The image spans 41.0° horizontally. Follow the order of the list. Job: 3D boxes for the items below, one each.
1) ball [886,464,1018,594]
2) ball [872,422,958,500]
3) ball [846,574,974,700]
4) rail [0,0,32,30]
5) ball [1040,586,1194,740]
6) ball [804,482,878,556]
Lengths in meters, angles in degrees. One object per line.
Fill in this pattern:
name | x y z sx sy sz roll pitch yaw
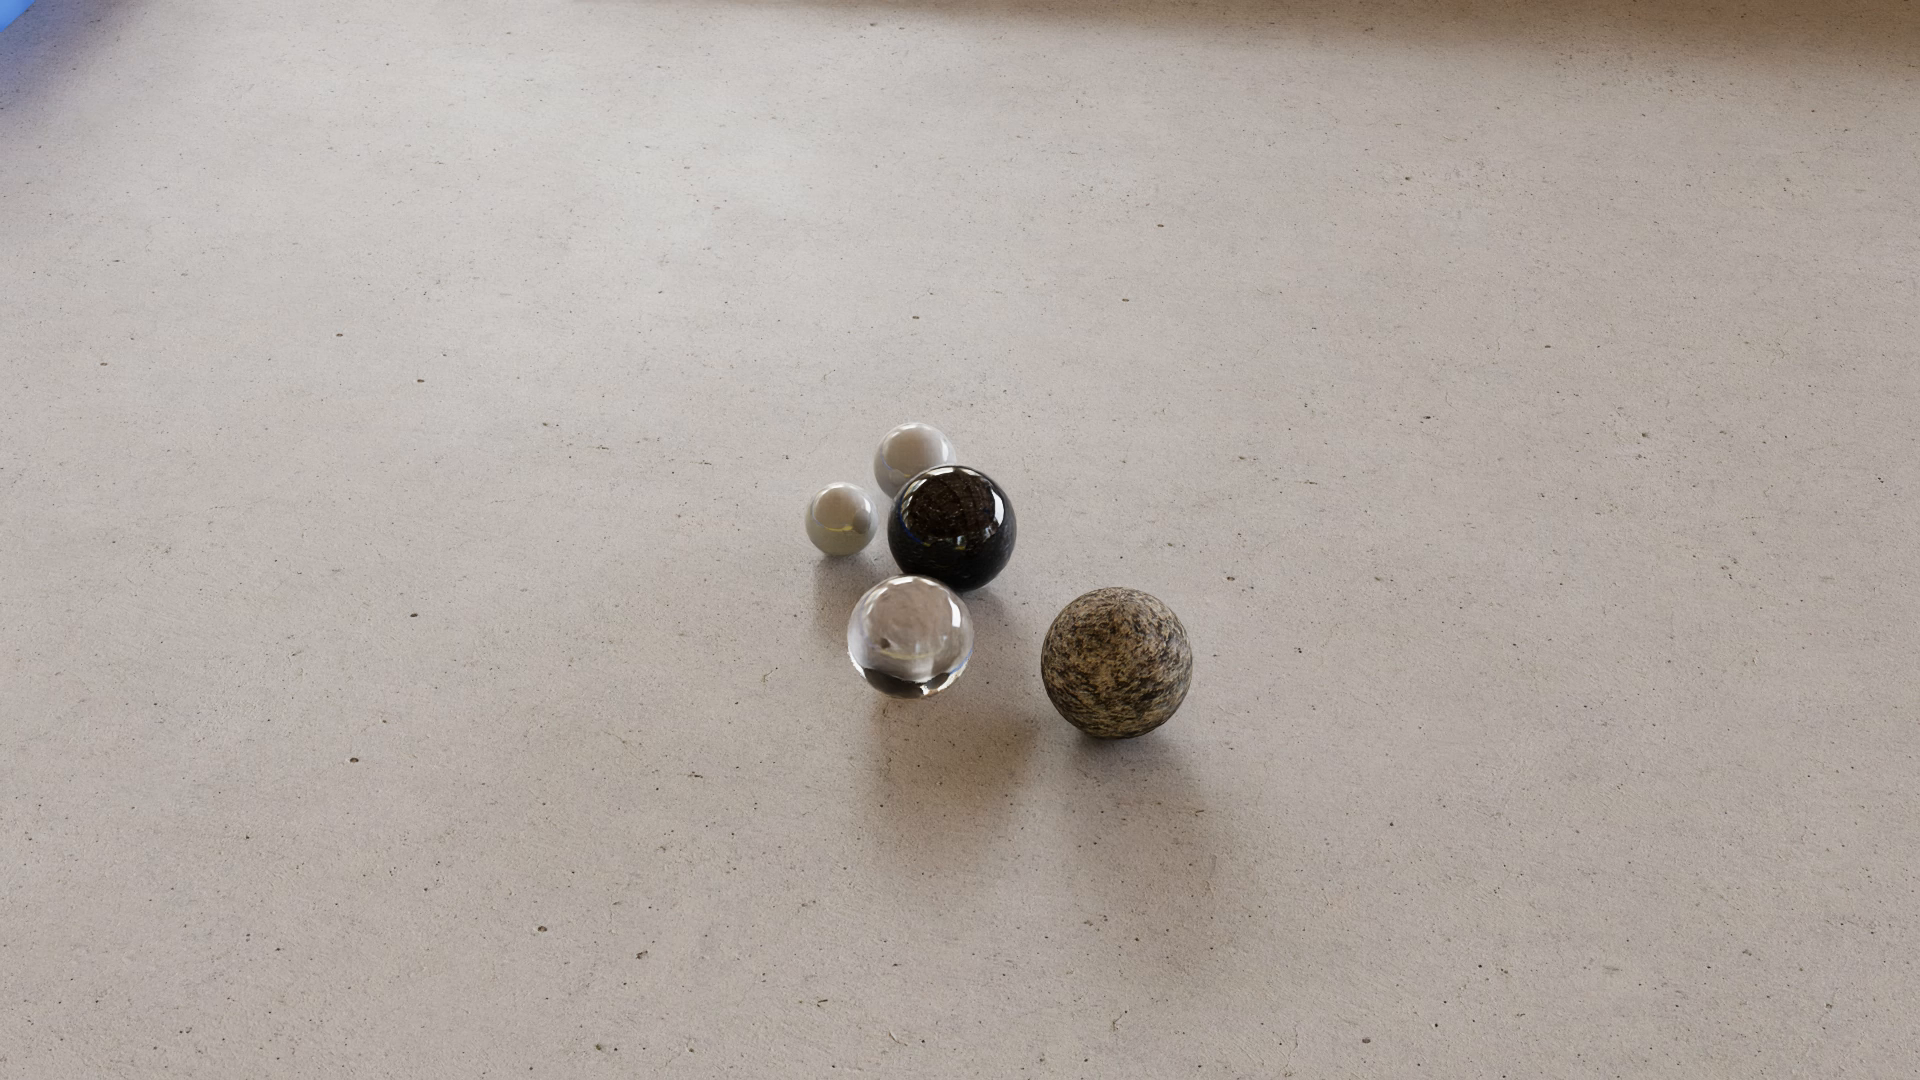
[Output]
ball | -0.005 -0.007 1.714 0.088 0.088 0.088 0 35 0
ball | -0.032 -0.053 1.803 0.059 0.059 0.059 0 35 0
ball | -0.031 0.061 1.624 0.081 0.081 0.081 0 35 0
rail | -1.015 -0.114 1.828 0.045 0.128 2.466 5 36 7
ball | 0.097 0.076 1.591 0.095 0.095 0.095 0 35 0
ball | -0.081 -0.014 1.756 0.051 0.051 0.051 0 35 0
